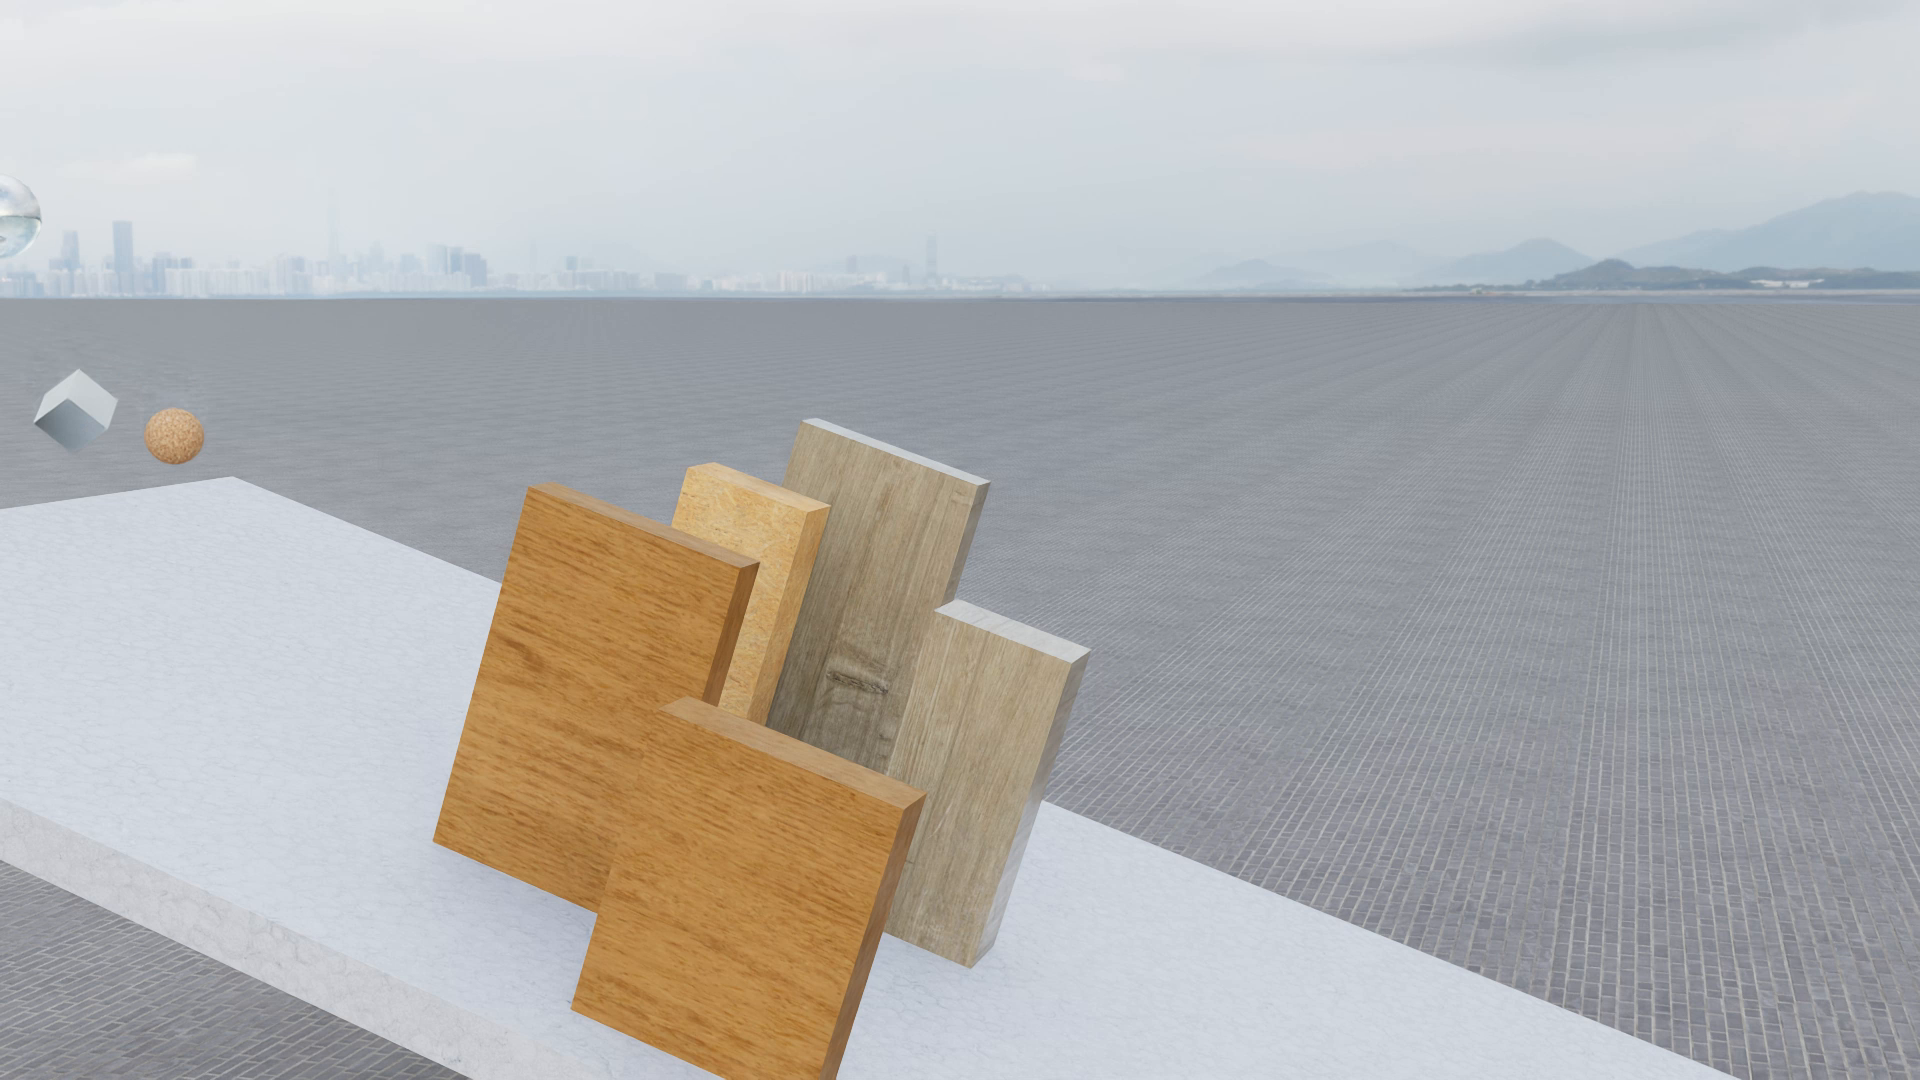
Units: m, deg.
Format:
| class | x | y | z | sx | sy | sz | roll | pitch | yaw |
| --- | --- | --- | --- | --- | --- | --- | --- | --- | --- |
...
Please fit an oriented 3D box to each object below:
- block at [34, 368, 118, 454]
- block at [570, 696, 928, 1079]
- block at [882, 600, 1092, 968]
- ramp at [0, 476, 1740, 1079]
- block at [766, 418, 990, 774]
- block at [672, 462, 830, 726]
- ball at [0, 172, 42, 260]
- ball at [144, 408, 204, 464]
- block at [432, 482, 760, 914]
| class | x | y | z | sx | sy | sz | roll | pitch | yaw |
| --- | --- | --- | --- | --- | --- | --- | --- | --- | --- |
| block | -2.009 | -0.292 | 4.999 | 0.112 | 0.112 | 0.112 | -31 | 36 | 18 |
| block | -0.325 | 0.552 | 3.348 | 0.409 | 0.505 | 0.111 | 20 | 12 | 14 |
| block | 0.008 | 0.447 | 4.062 | 0.270 | 0.606 | 0.149 | 20 | 12 | 14 |
| ramp | -0.357 | 0.675 | 4.226 | 4.000 | 0.100 | 2.000 | 20 | 12 | 14 |
| block | -0.244 | 0.129 | 4.933 | 0.431 | 0.698 | 0.098 | 20 | 12 | 14 |
| block | -0.503 | 0.168 | 4.624 | 0.276 | 0.598 | 0.137 | 20 | 12 | 14 |
| ball | -1.898 | -0.637 | 4.324 | 0.173 | 0.173 | 0.173 | 0 | 7 | 0 |
| ball | -1.624 | -0.214 | 4.548 | 0.117 | 0.117 | 0.117 | 0 | 7 | 0 |
| block | -0.628 | 0.281 | 3.767 | 0.403 | 0.661 | 0.088 | 20 | 12 | 14 |
